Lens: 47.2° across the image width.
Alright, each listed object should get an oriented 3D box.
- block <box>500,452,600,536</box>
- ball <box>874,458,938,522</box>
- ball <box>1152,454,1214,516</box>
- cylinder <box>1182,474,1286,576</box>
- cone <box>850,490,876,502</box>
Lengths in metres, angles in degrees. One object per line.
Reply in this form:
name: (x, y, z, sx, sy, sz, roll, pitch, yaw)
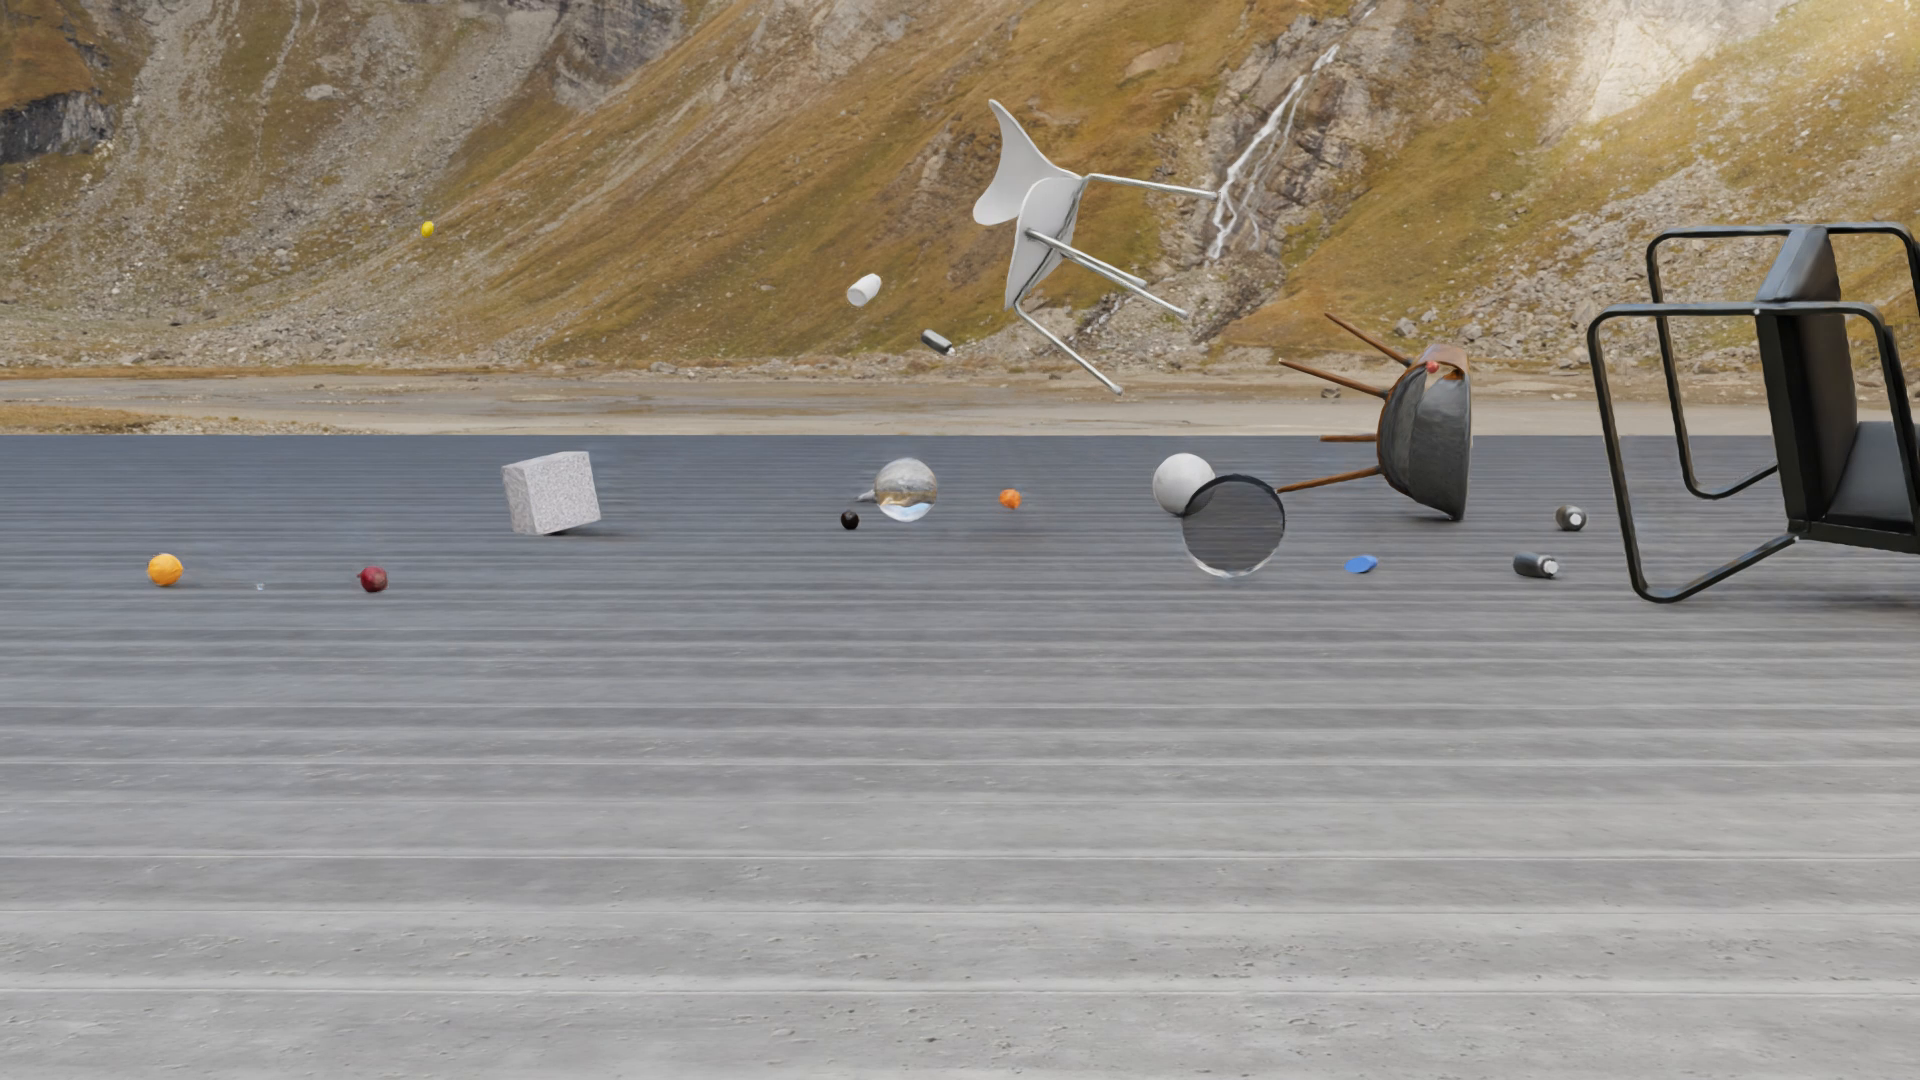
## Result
block: (-1.270, -0.146, 6.826, 0.219, 0.213, 0.168, -17, 13, -34)
ball: (-0.184, -0.170, 7.444, 0.217, 0.217, 0.217, 0, 4, 0)
ball: (0.790, -0.195, 7.753, 0.223, 0.223, 0.223, 0, 4, 0)
cylinder: (0.641, -0.031, 5.163, 0.240, 0.221, 0.196, -22, -7, 4)
cone: (-0.306, -0.184, 8.731, 0.339, 0.127, 0.233, -11, 14, 34)
